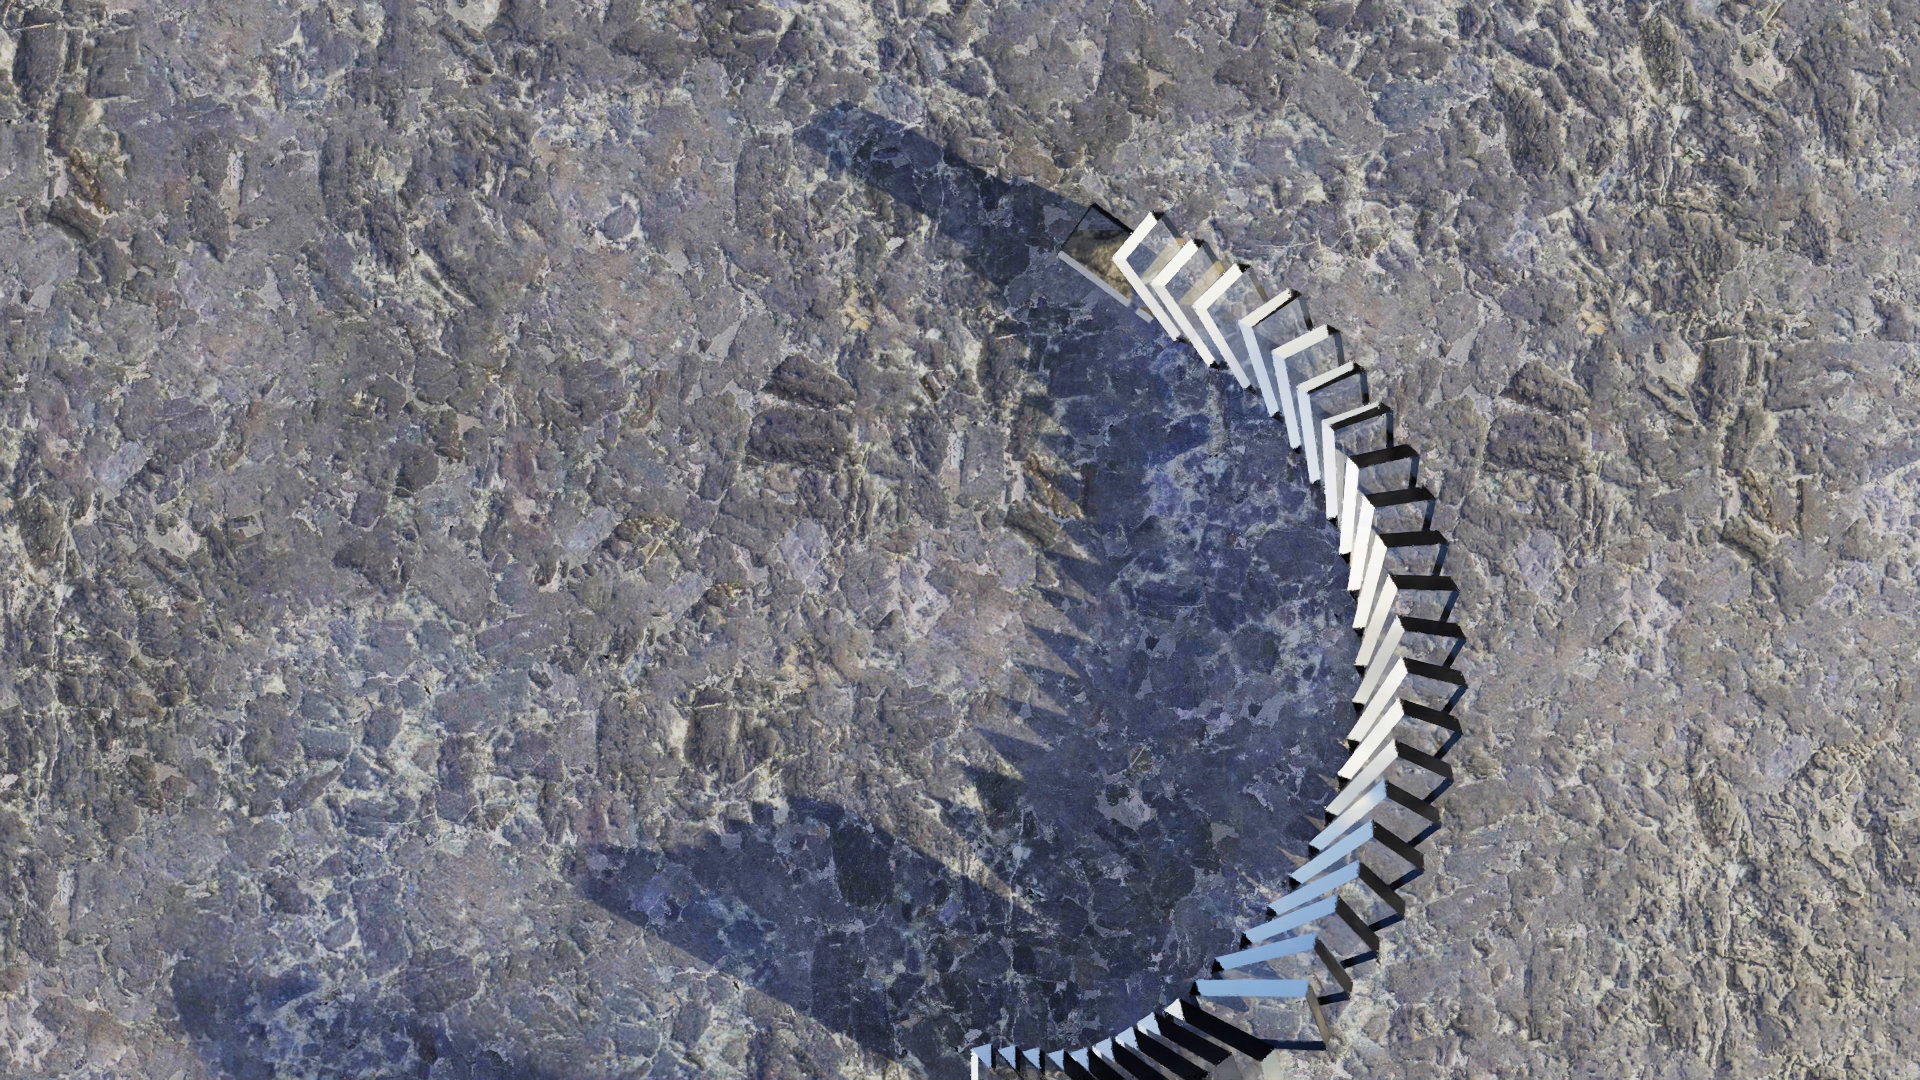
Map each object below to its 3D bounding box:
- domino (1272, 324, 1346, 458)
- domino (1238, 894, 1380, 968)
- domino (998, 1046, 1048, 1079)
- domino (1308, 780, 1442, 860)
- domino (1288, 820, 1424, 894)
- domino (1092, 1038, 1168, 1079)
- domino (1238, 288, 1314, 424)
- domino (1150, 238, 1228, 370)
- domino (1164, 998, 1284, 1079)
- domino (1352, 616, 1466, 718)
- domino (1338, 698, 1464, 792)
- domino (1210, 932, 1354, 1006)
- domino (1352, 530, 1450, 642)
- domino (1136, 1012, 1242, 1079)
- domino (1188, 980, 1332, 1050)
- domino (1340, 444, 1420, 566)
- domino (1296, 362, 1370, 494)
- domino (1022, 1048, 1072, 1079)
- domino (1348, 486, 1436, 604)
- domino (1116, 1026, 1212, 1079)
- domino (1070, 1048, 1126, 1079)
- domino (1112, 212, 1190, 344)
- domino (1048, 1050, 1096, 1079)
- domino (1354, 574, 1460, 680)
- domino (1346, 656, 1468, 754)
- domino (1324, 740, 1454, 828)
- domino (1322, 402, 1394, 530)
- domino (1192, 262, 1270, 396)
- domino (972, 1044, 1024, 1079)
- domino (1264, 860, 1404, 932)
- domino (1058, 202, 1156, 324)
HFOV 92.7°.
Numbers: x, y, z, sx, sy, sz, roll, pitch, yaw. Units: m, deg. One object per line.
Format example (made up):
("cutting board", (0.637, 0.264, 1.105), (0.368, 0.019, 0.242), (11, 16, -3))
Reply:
("domino", (0.148, -0.061, 0.382), (0.025, 0.010, 0.050), (-27, 124, 0))
("domino", (0.145, 0.168, 0.382), (0.025, 0.009, 0.050), (46, 126, 0))
("domino", (0.031, 0.233, 0.375), (0.009, 0.050, 0.025), (0, 90, -26))
("domino", (0.171, 0.123, 0.382), (0.025, 0.009, 0.050), (29, 126, 0))
("domino", (0.164, 0.139, 0.382), (0.025, 0.009, 0.050), (34, 126, 0))
("domino", (0.074, 0.228, 0.375), (0.009, 0.050, 0.025), (-10, 90, -26))
("domino", (0.136, -0.076, 0.382), (0.025, 0.010, 0.050), (-34, 125, -1))
("domino", (0.103, -0.098, 0.382), (0.025, 0.010, 0.050), (-48, 122, -1))
("domino", (0.108, 0.211, 0.375), (0.010, 0.050, 0.025), (-20, 99, -32))
("domino", (0.186, 0.055, 0.382), (0.025, 0.009, 0.050), (8, 126, 0))
("domino", (0.182, 0.090, 0.382), (0.025, 0.009, 0.050), (19, 126, 0))
("domino", (0.133, 0.182, 0.382), (0.050, 0.009, 0.025), (-36, 90, 36))
("domino", (0.183, 0.020, 0.382), (0.025, 0.009, 0.050), (-4, 125, 0))
("domino", (0.095, 0.216, 0.376), (0.009, 0.050, 0.025), (-18, 90, -27))
("domino", (0.124, 0.197, 0.381), (0.050, 0.009, 0.025), (-19, 97, 34))
("domino", (0.174, -0.014, 0.382), (0.025, 0.010, 0.050), (-13, 125, 0))
("domino", (0.157, -0.046, 0.382), (0.025, 0.010, 0.050), (-24, 124, 0))
("domino", (0.041, 0.234, 0.375), (0.009, 0.050, 0.025), (0, 90, -26))
("domino", (0.179, 0.003, 0.382), (0.025, 0.010, 0.050), (-8, 126, 0))
("domino", (0.085, 0.223, 0.376), (0.009, 0.050, 0.025), (-14, 90, -26))
("domino", (0.063, 0.234, 0.375), (0.009, 0.050, 0.025), (-3, 90, -26))
("domino", (0.088, -0.109, 0.382), (0.025, 0.009, 0.050), (-50, 122, -2))
("domino", (0.052, 0.235, 0.375), (0.010, 0.050, 0.025), (0, 90, -26))
("domino", (0.185, 0.037, 0.382), (0.025, 0.010, 0.050), (2, 126, 0))
("domino", (0.185, 0.073, 0.382), (0.025, 0.010, 0.050), (14, 126, 0))
("domino", (0.178, 0.107, 0.382), (0.025, 0.009, 0.050), (24, 125, 0))
("domino", (0.166, -0.030, 0.382), (0.025, 0.010, 0.050), (-19, 124, 0))
("domino", (0.120, -0.087, 0.383), (0.025, 0.010, 0.050), (-44, 122, 0))
("domino", (0.020, 0.232, 0.375), (0.010, 0.050, 0.025), (0, 90, -26))
("domino", (0.155, 0.155, 0.382), (0.025, 0.009, 0.050), (42, 126, 0))
("domino", (0.070, -0.119, 0.395), (0.050, 0.009, 0.025), (36, 90, 0))
